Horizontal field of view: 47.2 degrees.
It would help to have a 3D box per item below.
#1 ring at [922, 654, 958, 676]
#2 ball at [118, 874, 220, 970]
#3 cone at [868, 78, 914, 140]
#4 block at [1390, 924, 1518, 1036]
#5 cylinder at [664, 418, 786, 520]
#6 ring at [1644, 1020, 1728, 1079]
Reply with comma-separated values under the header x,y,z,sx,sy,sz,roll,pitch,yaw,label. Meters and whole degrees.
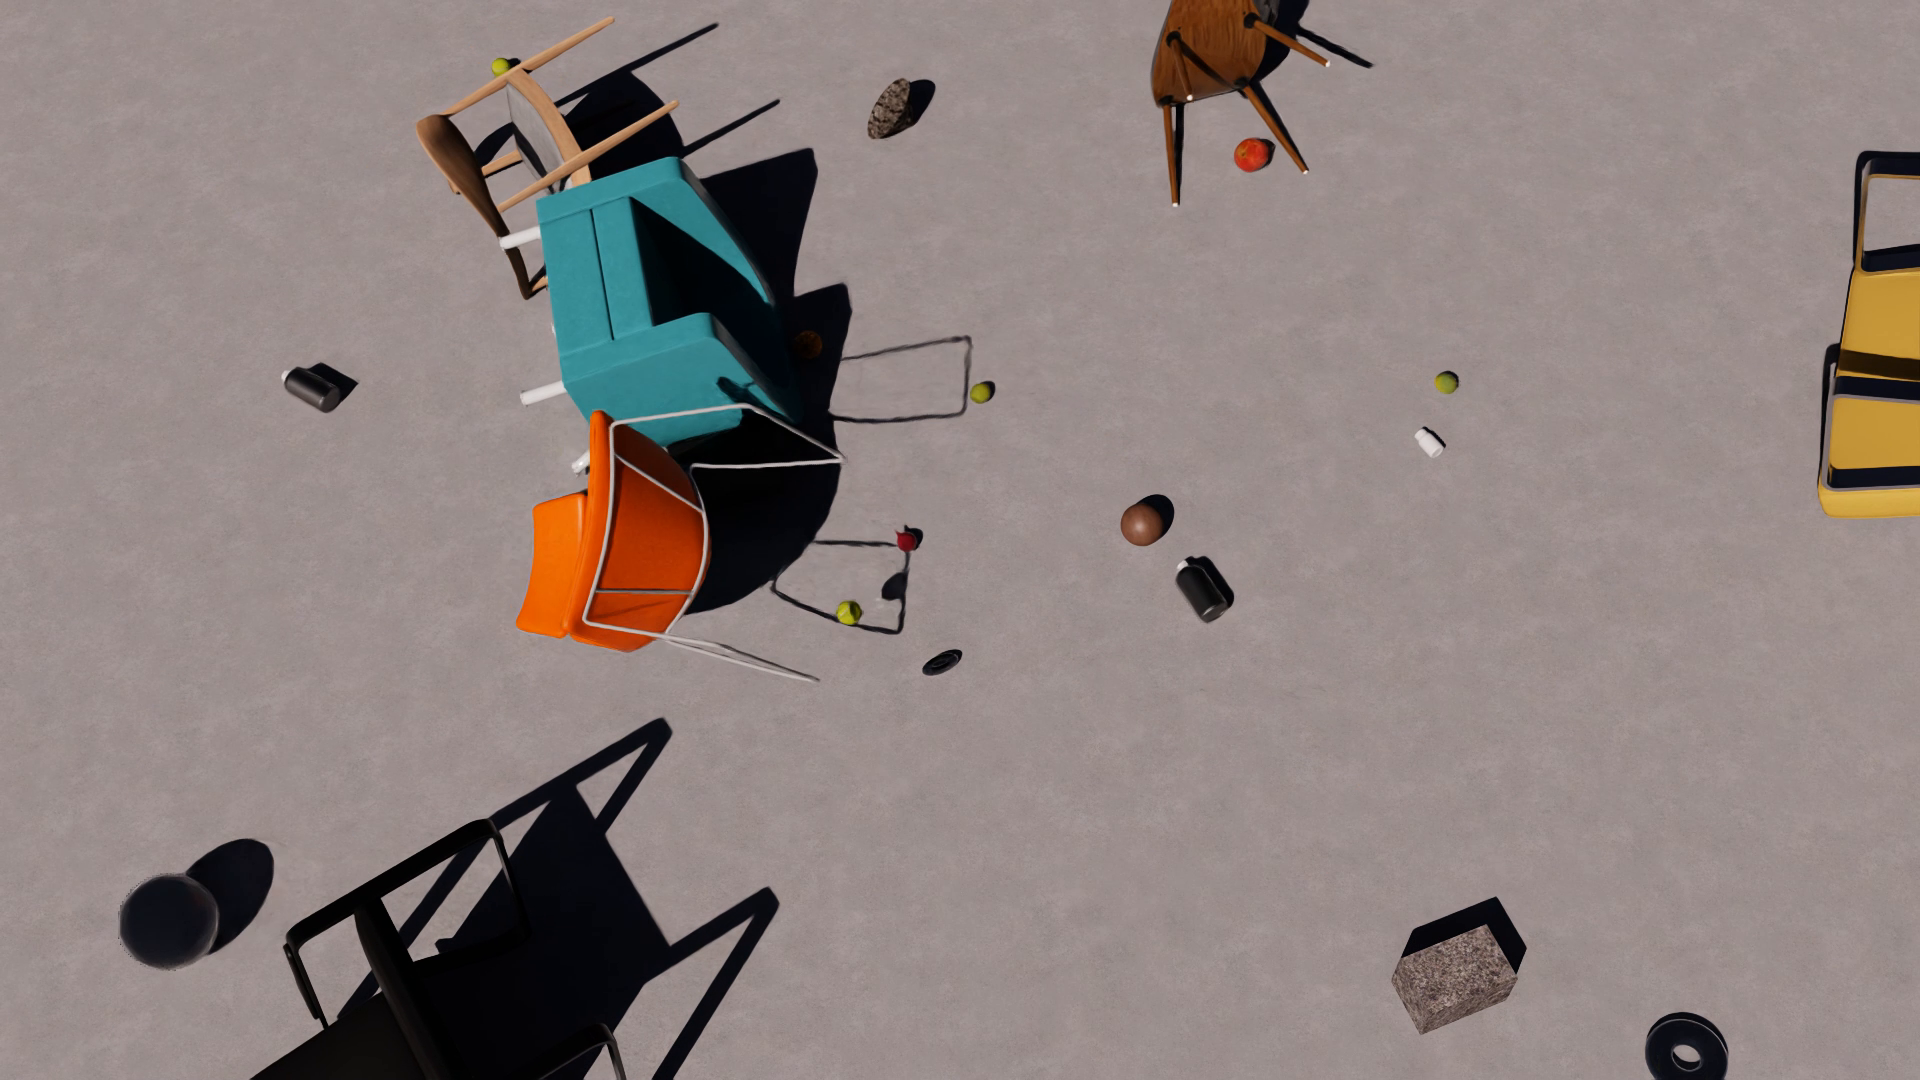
x,y,z,sx,sy,sz,roll,pitch,yaw,label
-0.057,0.358,6.311,0.113,0.039,0.049,-22,57,-13,ring
-2.066,1.000,5.753,0.250,0.250,0.250,0,56,0,ball
-0.199,-1.440,7.491,0.232,0.121,0.194,-59,35,8,cone
1.283,1.143,5.719,0.255,0.146,0.162,-19,58,-12,block
-0.699,-0.211,6.559,0.316,0.263,0.171,-15,45,-10,cylinder
1.867,1.330,5.653,0.213,0.049,0.207,-16,57,-11,ring
